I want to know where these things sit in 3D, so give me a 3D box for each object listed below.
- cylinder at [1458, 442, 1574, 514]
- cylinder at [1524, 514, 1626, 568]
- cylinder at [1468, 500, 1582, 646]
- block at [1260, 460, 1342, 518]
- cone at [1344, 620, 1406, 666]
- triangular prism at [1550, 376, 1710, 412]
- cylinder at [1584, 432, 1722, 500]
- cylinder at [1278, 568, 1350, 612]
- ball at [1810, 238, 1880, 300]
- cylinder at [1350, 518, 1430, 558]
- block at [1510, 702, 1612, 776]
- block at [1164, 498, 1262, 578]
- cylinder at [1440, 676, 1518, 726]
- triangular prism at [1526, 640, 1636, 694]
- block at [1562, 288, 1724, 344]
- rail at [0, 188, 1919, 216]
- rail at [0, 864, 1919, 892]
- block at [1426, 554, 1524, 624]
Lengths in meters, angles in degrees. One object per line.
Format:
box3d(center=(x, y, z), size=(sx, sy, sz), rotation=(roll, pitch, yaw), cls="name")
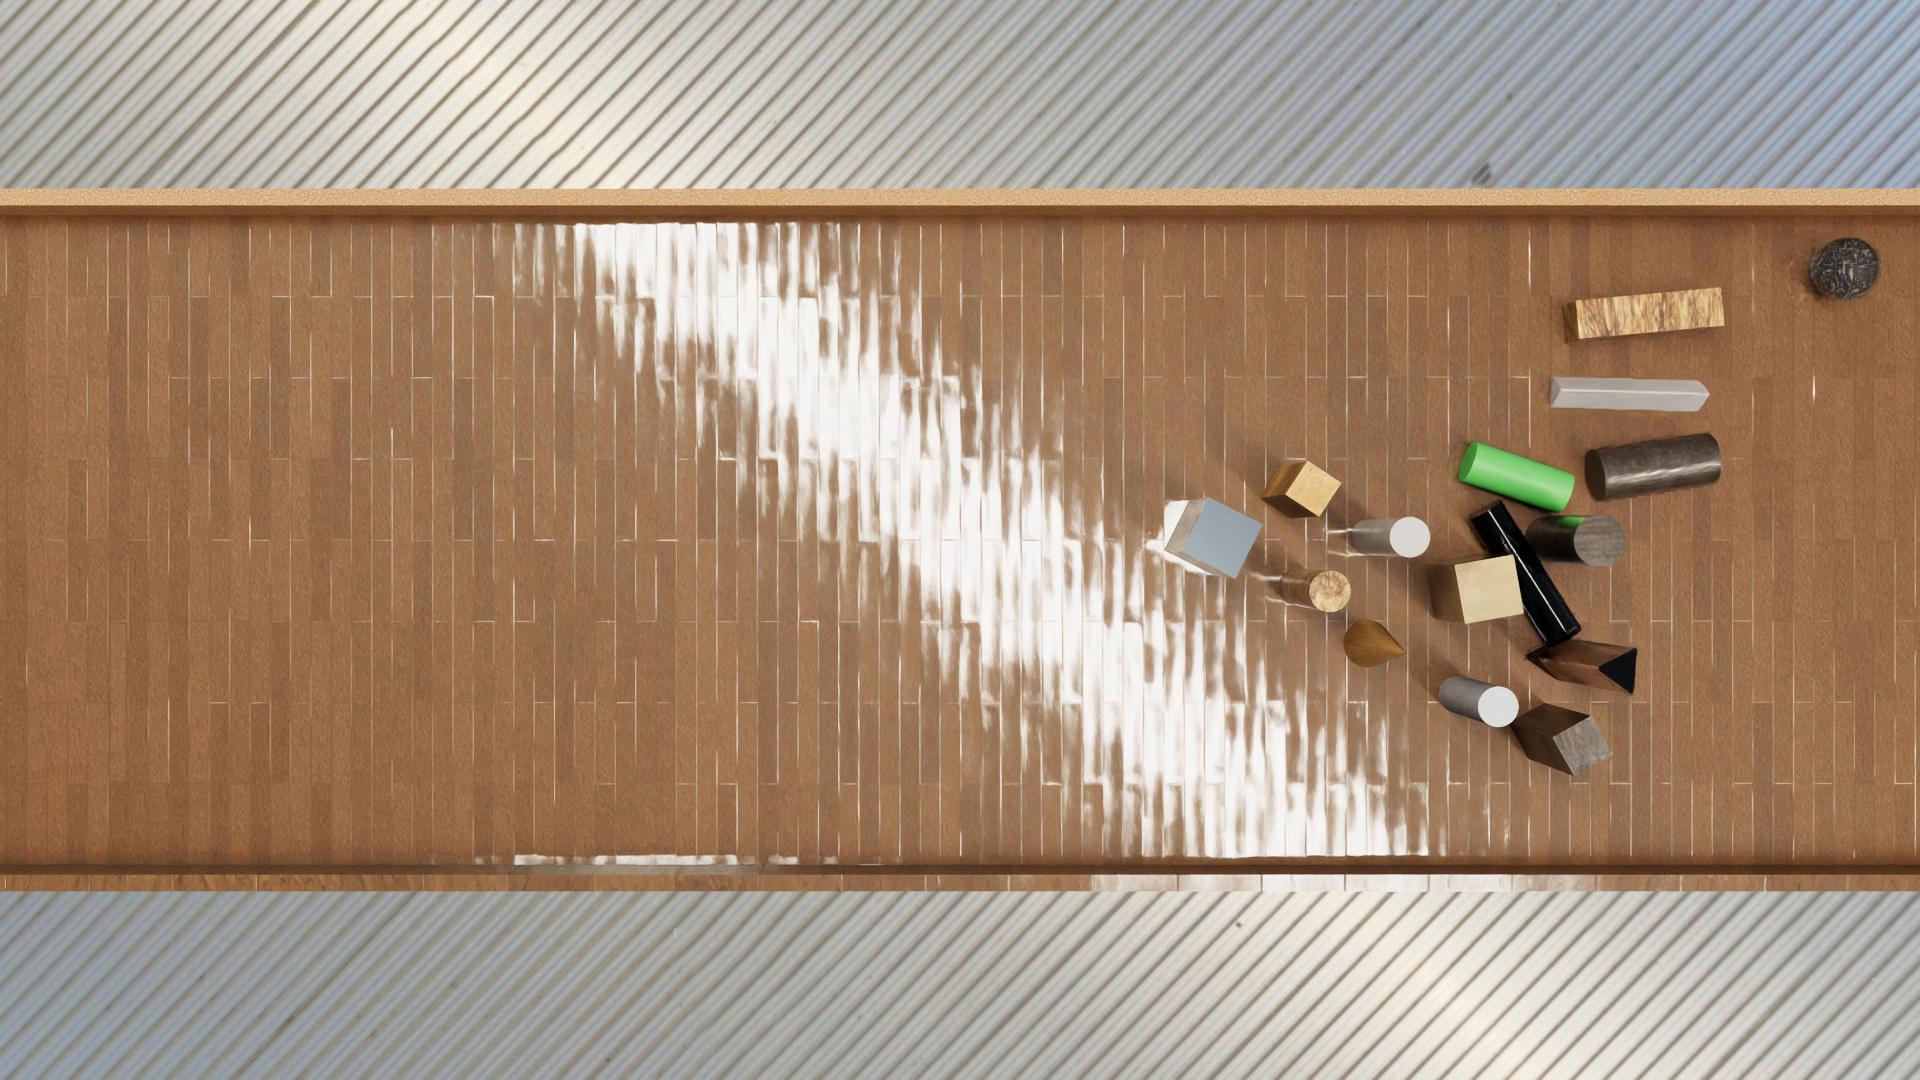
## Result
box3d(center=(1.690, -0.190, 5.012), size=(0.308, 0.128, 0.128), rotation=(19, 90, 0), cls="cylinder")
box3d(center=(1.812, 0.001, 4.873), size=(0.149, 0.407, 0.149), rotation=(0, 90, 0), cls="cylinder")
box3d(center=(1.719, 0.101, 5.020), size=(0.113, 0.113, 0.458), rotation=(-32, 90, 0), cls="cylinder")
box3d(center=(1.001, -0.145, 4.874), size=(0.114, 0.404, 0.114), rotation=(33, 90, 0), cls="block")
box3d(center=(1.253, 0.318, 4.849), size=(0.145, 0.456, 0.145), rotation=(0, 90, 0), cls="cone")
box3d(center=(2.045, -0.449, 5.034), size=(0.452, 0.081, 0.093), rotation=(2, 90, 0), cls="triangular prism")
box3d(center=(2.098, -0.223, 4.999), size=(0.351, 0.155, 0.155), rotation=(-9, 90, 0), cls="cylinder")
box3d(center=(1.039, 0.144, 4.853), size=(0.116, 0.448, 0.116), rotation=(0, 90, 0), cls="cylinder")
box3d(center=(2.674, -0.821, 4.984), size=(0.184, 0.184, 0.184), rotation=(0, 90, 0), cls="ball")
box3d(center=(1.260, -0.008, 4.847), size=(0.113, 0.460, 0.113), rotation=(0, 90, 0), cls="cylinder")
box3d(center=(1.774, 0.587, 4.888), size=(0.127, 0.376, 0.127), rotation=(-29, 90, 0), cls="block")
box3d(center=(0.742, -0.006, 4.870), size=(0.171, 0.413, 0.171), rotation=(27, 90, 0), cls="block")
box3d(center=(1.532, 0.475, 4.885), size=(0.115, 0.384, 0.115), rotation=(0, 90, 0), cls="cylinder")
box3d(center=(1.853, 0.350, 4.873), size=(0.130, 0.403, 0.113), rotation=(35, 85, -9), cls="triangular prism")
box3d(center=(2.076, -0.683, 5.019), size=(0.438, 0.115, 0.115), rotation=(-5, 90, 0), cls="block")
box3d(center=(-2.247, -1.025, 5.002), size=(12.000, 0.150, 0.050), rotation=(0, 90, 0), cls="rail")
box3d(center=(-2.247, 1.025, 5.001), size=(12.000, 0.150, 0.050), rotation=(0, 90, 0), cls="rail")
box3d(center=(1.531, 0.142, 4.923), size=(0.173, 0.306, 0.173), rotation=(-10, 90, 0), cls="block")
